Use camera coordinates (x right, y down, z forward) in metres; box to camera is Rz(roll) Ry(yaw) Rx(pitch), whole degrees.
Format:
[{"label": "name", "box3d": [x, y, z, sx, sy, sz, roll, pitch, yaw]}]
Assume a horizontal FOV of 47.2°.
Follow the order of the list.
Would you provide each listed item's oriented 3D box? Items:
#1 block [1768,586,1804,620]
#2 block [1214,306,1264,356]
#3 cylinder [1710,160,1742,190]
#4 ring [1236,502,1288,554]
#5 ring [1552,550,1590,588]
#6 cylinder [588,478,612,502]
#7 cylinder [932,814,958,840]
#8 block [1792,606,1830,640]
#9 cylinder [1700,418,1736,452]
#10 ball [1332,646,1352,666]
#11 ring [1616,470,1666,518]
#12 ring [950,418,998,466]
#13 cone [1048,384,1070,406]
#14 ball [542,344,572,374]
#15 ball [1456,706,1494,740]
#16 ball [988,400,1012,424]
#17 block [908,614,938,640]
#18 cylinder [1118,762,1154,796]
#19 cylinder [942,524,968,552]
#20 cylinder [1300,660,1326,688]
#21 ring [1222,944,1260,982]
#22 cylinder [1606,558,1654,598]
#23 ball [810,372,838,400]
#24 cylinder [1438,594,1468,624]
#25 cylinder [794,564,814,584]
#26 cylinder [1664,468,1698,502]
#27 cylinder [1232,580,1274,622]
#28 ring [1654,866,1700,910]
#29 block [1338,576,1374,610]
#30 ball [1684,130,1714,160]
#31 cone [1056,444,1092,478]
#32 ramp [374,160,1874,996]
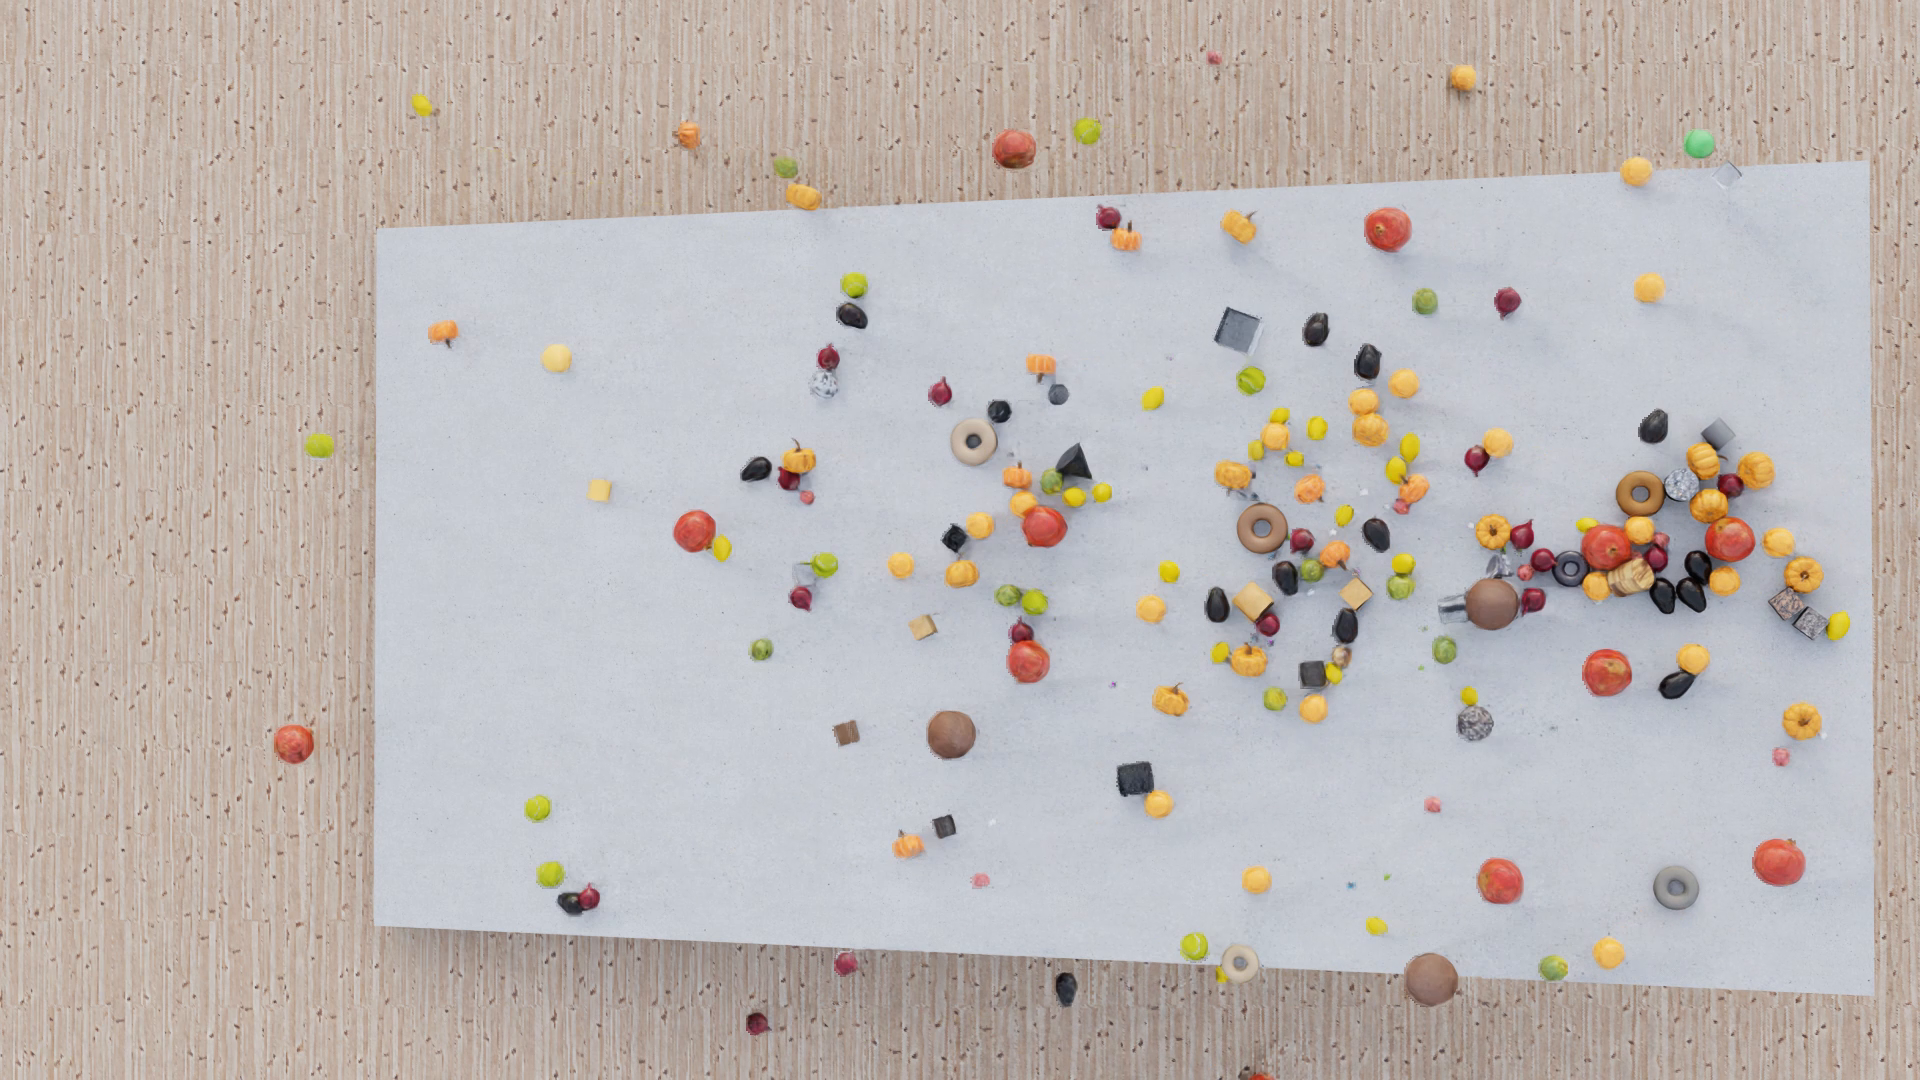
[{"label": "block", "box3d": [1.986, 0.153, 5.286, 0.058, 0.058, 0.058, -39, 80, 11]}, {"label": "block", "box3d": [0.714, -0.532, 5.623, 0.093, 0.093, 0.093, 23, 95, 14]}, {"label": "cylinder", "box3d": [1.861, -0.886, 5.339, 0.050, 0.050, 0.050, -43, 89, -1]}, {"label": "ring", "box3d": [0.773, -0.030, 5.626, 0.131, 0.044, 0.131, 0, 90, 15]}, {"label": "ring", "box3d": [1.509, 0.071, 5.431, 0.092, 0.031, 0.092, -1, 88, 16]}, {"label": "cylinder", "box3d": [-0.999, -0.139, 6.099, 0.056, 0.056, 0.056, 10, 93, 0]}, {"label": "cylinder", "box3d": [-0.040, 0.759, 5.830, 0.052, 0.052, 0.052, -25, 71, 0]}, {"label": "block", "box3d": [2.039, 0.200, 5.271, 0.058, 0.058, 0.058, 38, 99, 13]}, {"label": "cylinder", "box3d": [1.839, -0.256, 5.332, 0.059, 0.059, 0.059, -41, 90, -1]}, {"label": "ball", "box3d": [0.967, 0.295, 5.564, 0.052, 0.052, 0.052, 0, 89, 0]}, {"label": "ring", "box3d": [1.667, -0.112, 5.387, 0.117, 0.039, 0.117, 0, 91, 16]}, {"label": "ring", "box3d": [0.036, -0.261, 5.830, 0.128, 0.043, 0.128, 0, 89, 15]}, {"label": "cone", "box3d": [0.252, -0.383, 5.765, 0.058, 0.058, 0.058, 0, 89, 15]}, {"label": "ball", "box3d": [-1.123, -0.506, 6.127, 0.082, 0.082, 0.082, 0, 89, 0]}, {"label": "ball", "box3d": [1.278, 0.454, 5.458, 0.088, 0.088, 0.088, 0, 89, 0]}, {"label": "ball", "box3d": [0.104, -0.339, 5.802, 0.062, 0.062, 0.062, 0, 89, 0]}, {"label": "block", "box3d": [-0.099, 0.232, 5.854, 0.052, 0.052, 0.052, -28, 82, 13]}, {"label": "cylinder", "box3d": [0.454, 0.618, 5.684, 0.078, 0.078, 0.078, -10, 89, 15]}, {"label": "cylinder", "box3d": [-0.013, -0.004, 5.833, 0.053, 0.053, 0.053, 39, 99, 1]}, {"label": "cylinder", "box3d": [0.895, 0.339, 5.576, 0.063, 0.063, 0.063, -6, 91, 0]}, {"label": "ring", "box3d": [0.717, 1.084, 5.630, 0.098, 0.033, 0.098, 0, 90, 15]}, {"label": "cylinder", "box3d": [1.632, 0.092, 5.356, 0.079, 0.079, 0.079, 13, 67, -32]}, {"label": "ball", "box3d": [-0.365, -0.417, 5.923, 0.076, 0.076, 0.076, 0, 89, 0]}, {"label": "cylinder", "box3d": [1.230, 0.174, 5.487, 0.066, 0.066, 0.066, -10, 89, 15]}, {"label": "cylinder", "box3d": [-0.419, 0.092, 5.939, 0.054, 0.054, 0.054, -1, 84, 0]}, {"label": "cylinder", "box3d": [1.752, -0.133, 5.343, 0.078, 0.078, 0.078, 0, 89, 15]}, {"label": "cylinder", "box3d": [0.748, 0.157, 5.612, 0.077, 0.077, 0.077, 44, 89, 12]}, {"label": "ring", "box3d": [1.743, 0.847, 5.353, 0.107, 0.036, 0.107, -1, 88, 16]}, {"label": "block", "box3d": [1.001, 0.135, 5.552, 0.060, 0.060, 0.060, -45, 79, 10]}, {"label": "ball", "box3d": [1.822, -0.974, 5.416, 0.070, 0.070, 0.070, 0, 89, 0]}, {"label": "cone", "box3d": [0.315, -0.189, 5.753, 0.092, 0.092, 0.092, 41, 89, -15]}, {"label": "ramp", "box3d": [0.266, 0.097, 5.836, 4.000, 0.100, 2.000, 0, 89, 15]}]
